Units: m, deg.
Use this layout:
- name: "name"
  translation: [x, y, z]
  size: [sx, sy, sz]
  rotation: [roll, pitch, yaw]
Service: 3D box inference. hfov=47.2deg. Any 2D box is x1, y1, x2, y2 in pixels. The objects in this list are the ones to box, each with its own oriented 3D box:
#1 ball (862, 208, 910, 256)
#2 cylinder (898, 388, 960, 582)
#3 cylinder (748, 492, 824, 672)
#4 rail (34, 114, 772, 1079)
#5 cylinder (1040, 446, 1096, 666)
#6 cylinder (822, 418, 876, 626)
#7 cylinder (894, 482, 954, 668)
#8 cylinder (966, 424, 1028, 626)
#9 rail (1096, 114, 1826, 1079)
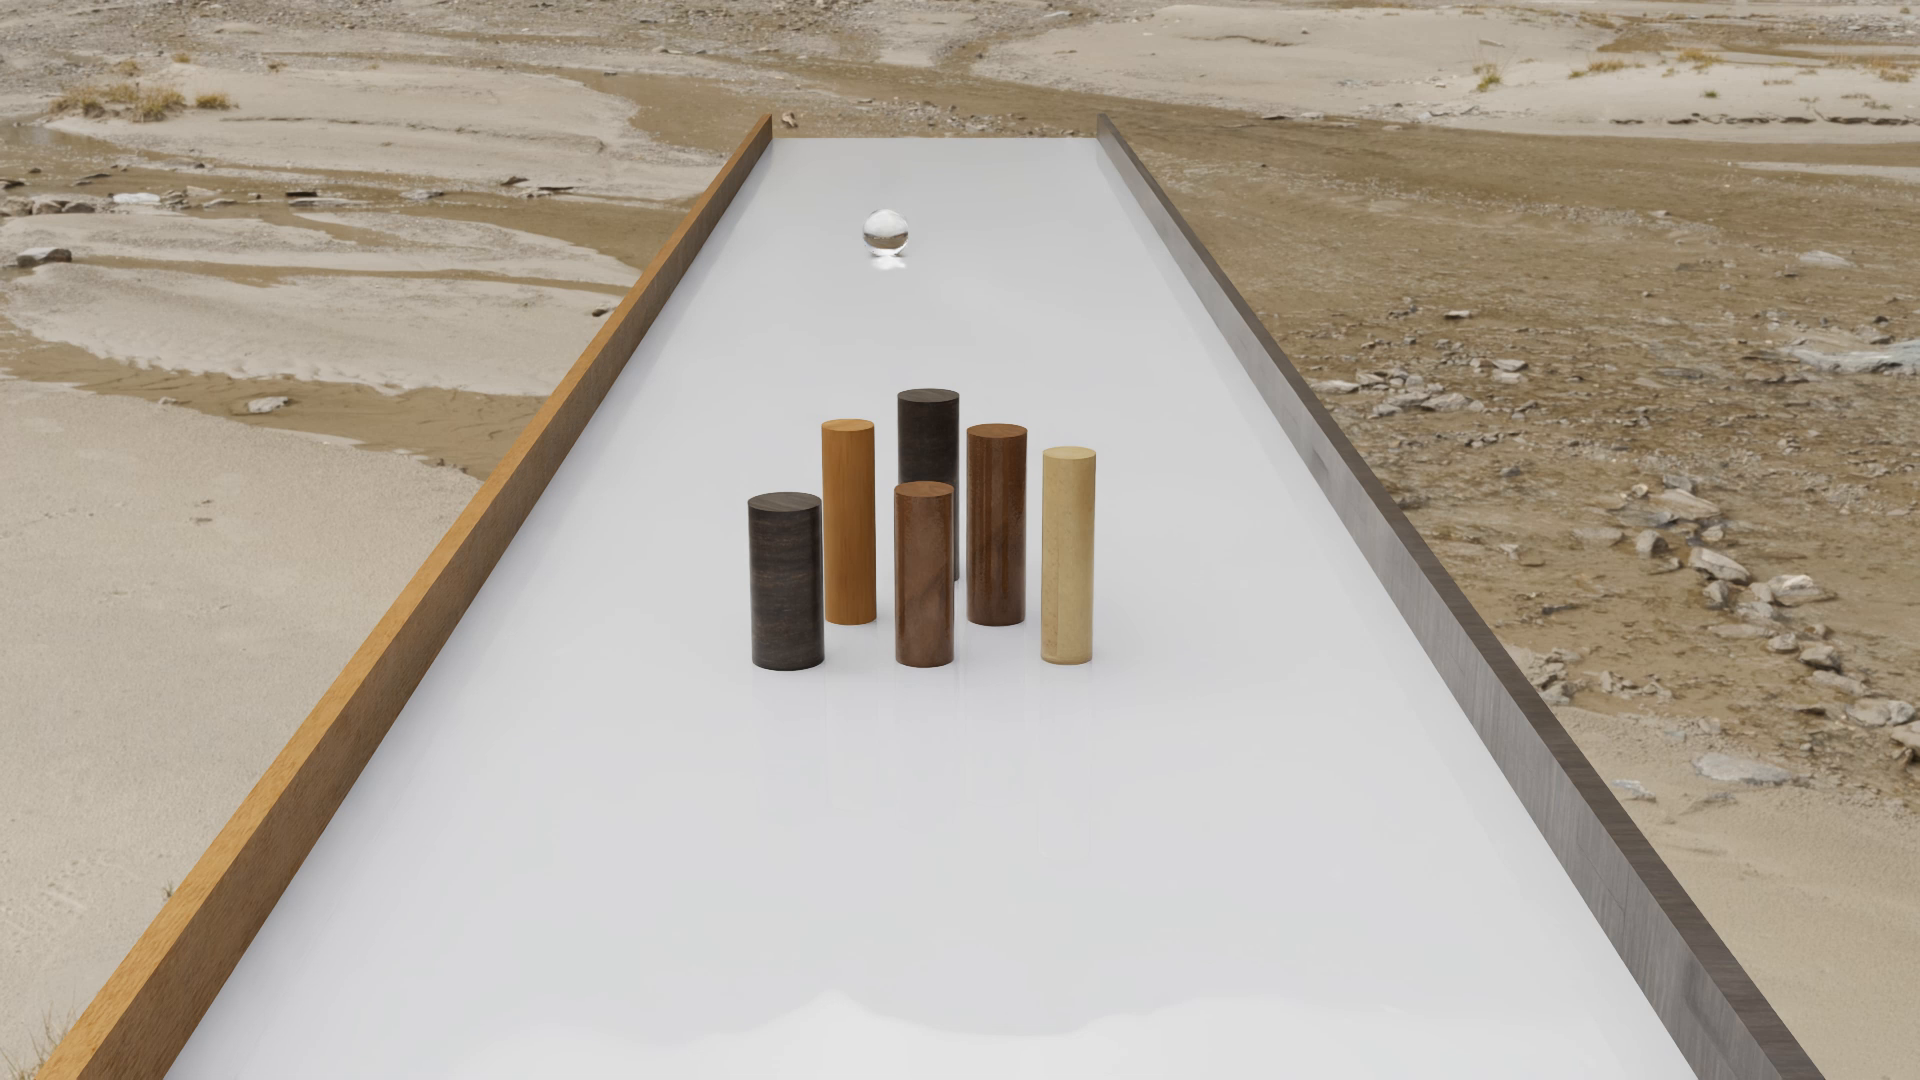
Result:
- name: "ball"
  translation: [-0.312, -1.290, 9.217]
  size: [0.197, 0.197, 0.197]
  rotation: [0, 17, 0]
- name: "cylinder"
  translation: [-0.069, -0.118, 4.891]
  size: [0.138, 0.418, 0.138]
  rotation: [0, 17, 0]
- name: "cylinder"
  translation: [-0.345, 0.082, 4.377]
  size: [0.147, 0.328, 0.147]
  rotation: [0, 17, 0]
- name: "rail"
  translation: [-1.118, -0.838, 7.780]
  size: [0.050, 0.150, 12.000]
  rotation: [0, 17, -1]
- name: "cylinder"
  translation: [0.215, 0.032, 4.375]
  size: [0.105, 0.424, 0.105]
  rotation: [0, 17, 0]
- name: "cylinder"
  translation: [-0.232, -0.037, 4.616]
  size: [0.110, 0.420, 0.110]
  rotation: [0, 17, 0]
- name: "cylinder"
  translation: [-0.071, 0.068, 4.379]
  size: [0.120, 0.352, 0.120]
  rotation: [0, 17, 0]
- name: "cylinder"
  translation: [0.077, -0.032, 4.618]
  size: [0.127, 0.408, 0.127]
  rotation: [0, 17, 0]
- name: "rail"
  translation: [0.932, -0.844, 7.801]
  size: [0.050, 0.150, 12.000]
  rotation: [0, 17, -1]
